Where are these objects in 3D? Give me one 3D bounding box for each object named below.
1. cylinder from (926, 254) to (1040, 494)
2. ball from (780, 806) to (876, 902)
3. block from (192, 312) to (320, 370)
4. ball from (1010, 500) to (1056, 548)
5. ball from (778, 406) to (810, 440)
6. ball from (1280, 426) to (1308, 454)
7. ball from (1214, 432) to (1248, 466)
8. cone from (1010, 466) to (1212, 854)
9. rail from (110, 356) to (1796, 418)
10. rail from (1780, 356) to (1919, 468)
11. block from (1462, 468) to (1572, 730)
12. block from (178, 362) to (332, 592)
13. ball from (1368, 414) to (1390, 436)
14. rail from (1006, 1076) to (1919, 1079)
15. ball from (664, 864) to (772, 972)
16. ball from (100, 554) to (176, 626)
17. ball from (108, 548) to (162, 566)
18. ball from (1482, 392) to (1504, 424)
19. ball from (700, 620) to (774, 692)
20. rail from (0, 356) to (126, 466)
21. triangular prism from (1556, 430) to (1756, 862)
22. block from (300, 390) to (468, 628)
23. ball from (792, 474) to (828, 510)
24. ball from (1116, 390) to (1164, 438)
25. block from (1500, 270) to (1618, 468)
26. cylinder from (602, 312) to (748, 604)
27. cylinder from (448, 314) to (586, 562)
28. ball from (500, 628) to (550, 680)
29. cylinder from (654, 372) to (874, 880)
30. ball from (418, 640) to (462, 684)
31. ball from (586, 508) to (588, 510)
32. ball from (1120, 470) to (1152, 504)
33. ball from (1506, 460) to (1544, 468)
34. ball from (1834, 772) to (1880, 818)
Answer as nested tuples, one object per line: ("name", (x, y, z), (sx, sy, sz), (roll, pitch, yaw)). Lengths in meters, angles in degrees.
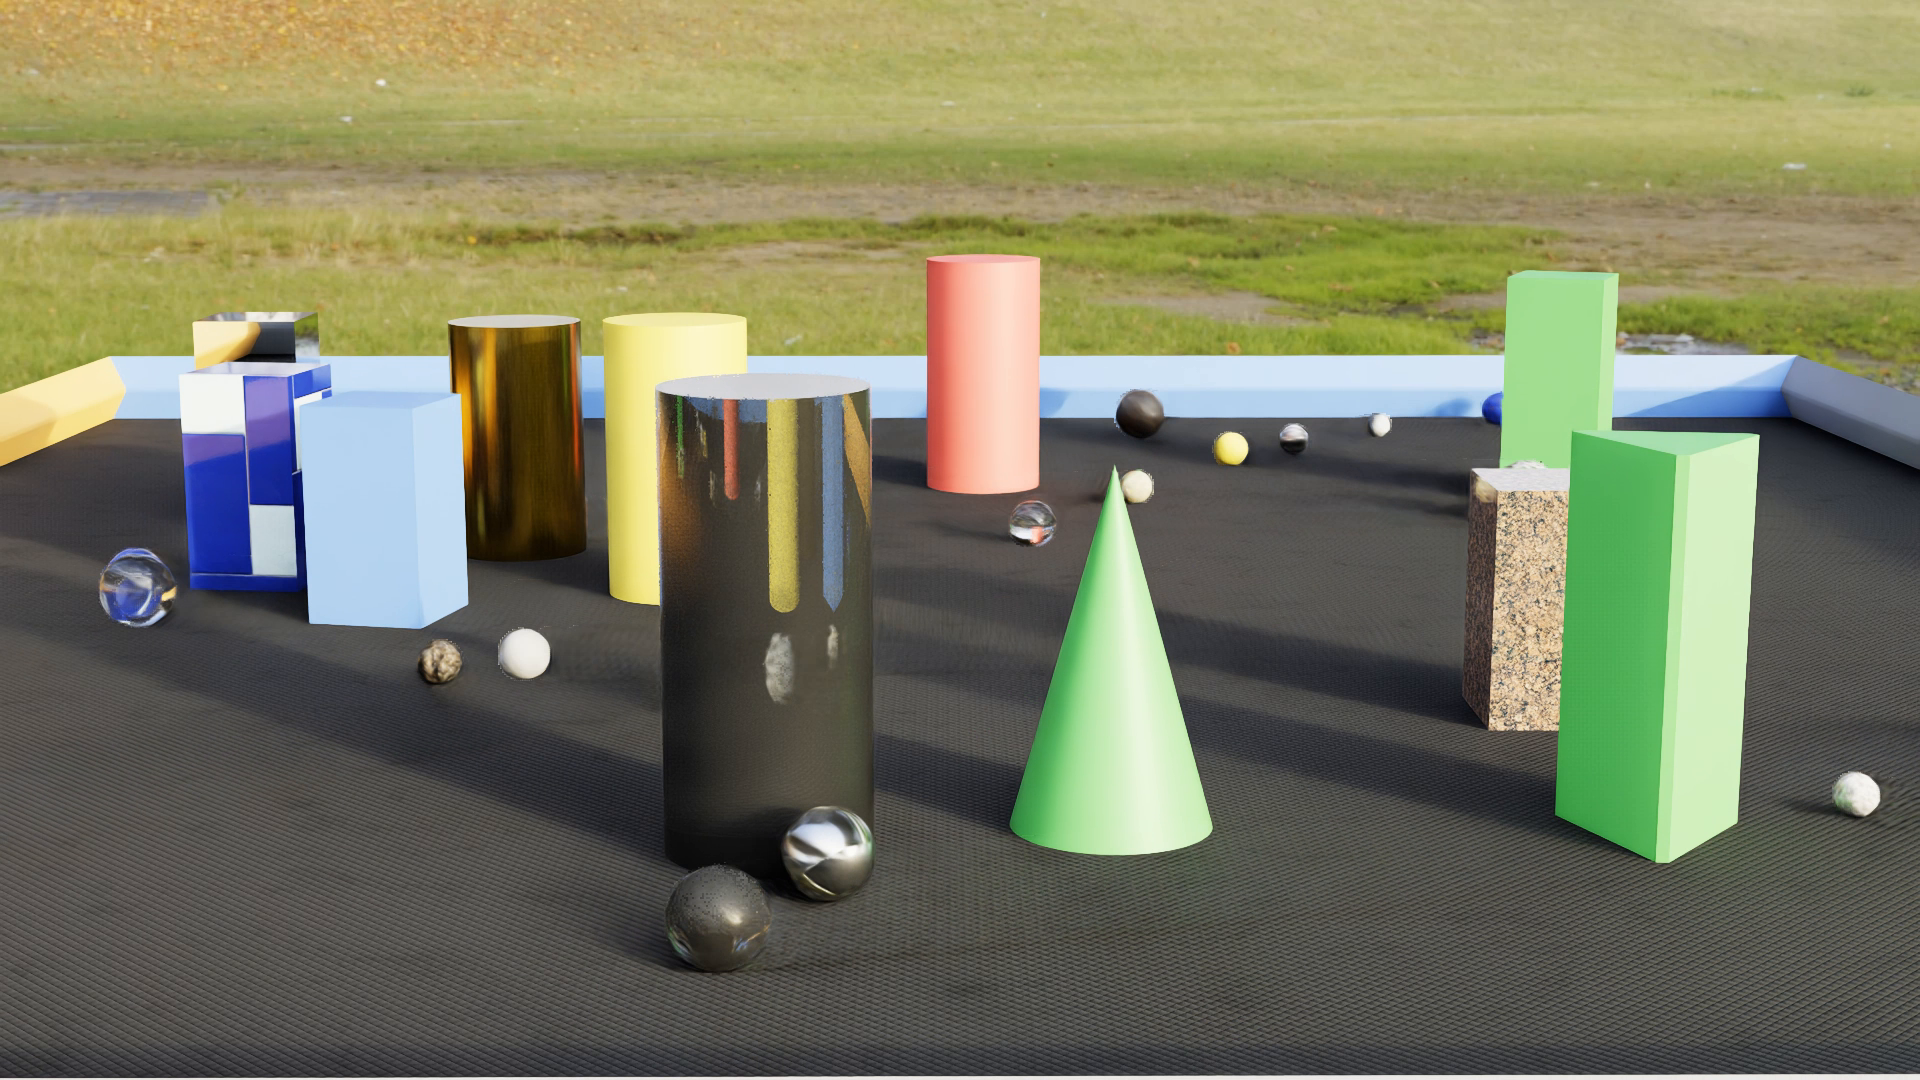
("cylinder", (0.040, -0.292, 4.473), (0.197, 0.396, 0.197), (0, 10, 0))
("ball", (-0.117, 0.276, 2.261), (0.084, 0.084, 0.084), (0, 10, 0))
("block", (-1.117, -0.191, 4.103), (0.157, 0.332, 0.157), (0, 10, -1))
("ball", (0.111, -0.025, 3.922), (0.072, 0.072, 0.072), (0, 10, 0))
("ball", (-0.327, -0.232, 5.053), (0.066, 0.066, 0.066), (0, 10, 0))
("ball", (0.633, -0.190, 4.860), (0.055, 0.055, 0.055), (0, 10, 0))
("ball", (0.499, -0.168, 4.720), (0.061, 0.061, 0.061), (0, 10, 0))
("cone", (0.147, 0.103, 2.460), (0.197, 0.353, 0.197), (0, 10, 0))
("rail", (-0.011, -0.315, 5.329), (3.516, 0.128, 0.045), (0, 10, 0))
("rail", (1.734, 0.031, 3.459), (0.045, 0.128, 3.872), (0, 10, 0))
("block", (0.665, 0.064, 2.897), (0.157, 0.269, 0.157), (0, 10, 0))
("block", (-0.994, -0.092, 3.649), (0.157, 0.303, 0.157), (1, 11, 8))
("ball", (0.830, -0.227, 5.085), (0.045, 0.045, 0.045), (0, 10, 0))
("rail", (0.011, 0.381, 1.569), (3.516, 0.128, 0.045), (0, 10, 0))
("ball", (-0.197, 0.308, 2.086), (0.086, 0.086, 0.086), (0, 10, 0))
("ball", (-1.078, 0.066, 3.364), (0.096, 0.096, 0.096), (0, 10, 0))
("ball", (-1.123, 0.051, 3.494), (0.079, 0.079, 0.079), (0, 10, 0))
("ball", (1.102, -0.269, 5.252), (0.067, 0.067, 0.067), (0, 10, 0))
("ball", (-0.262, 0.136, 3.014), (0.085, 0.085, 0.085), (0, 10, 0))
("rail", (-1.734, 0.035, 3.439), (0.045, 0.128, 3.872), (0, 10, 0))
("triangular prism", (0.645, 0.091, 2.448), (0.148, 0.381, 0.170), (8, 13, 38))
("block", (-0.766, -0.043, 3.422), (0.157, 0.290, 0.157), (2, 11, 12))
("ball", (-0.247, -0.078, 4.240), (0.061, 0.061, 0.061), (0, 10, 0))
("ball", (0.356, -0.249, 5.062), (0.096, 0.096, 0.096), (0, 10, 0))
("block", (1.012, -0.258, 4.336), (0.157, 0.379, 0.157), (4, 11, 22))
("cylinder", (-0.392, -0.116, 3.565), (0.197, 0.381, 0.197), (0, 10, 0))
("cylinder", (-0.668, -0.157, 3.874), (0.197, 0.348, 0.197), (0, 10, 0))
("ball", (-0.522, 0.137, 3.077), (0.061, 0.061, 0.061), (0, 10, 0))
("cylinder", (-0.180, 0.074, 2.381), (0.197, 0.438, 0.197), (0, 10, 0))
("ball", (-0.620, 0.146, 3.057), (0.051, 0.051, 0.051), (0, 10, 0))
("ball", (-0.623, -0.048, 4.078), (0.060, 0.060, 0.060), (0, 10, 0))
("ball", (0.295, -0.089, 4.311), (0.056, 0.056, 0.056), (0, 10, 0))
("ball", (0.912, -0.080, 4.142), (0.098, 0.098, 0.098), (0, 10, 0))
("ball", (0.879, 0.250, 2.516), (0.043, 0.043, 0.043), (0, 10, 0))
